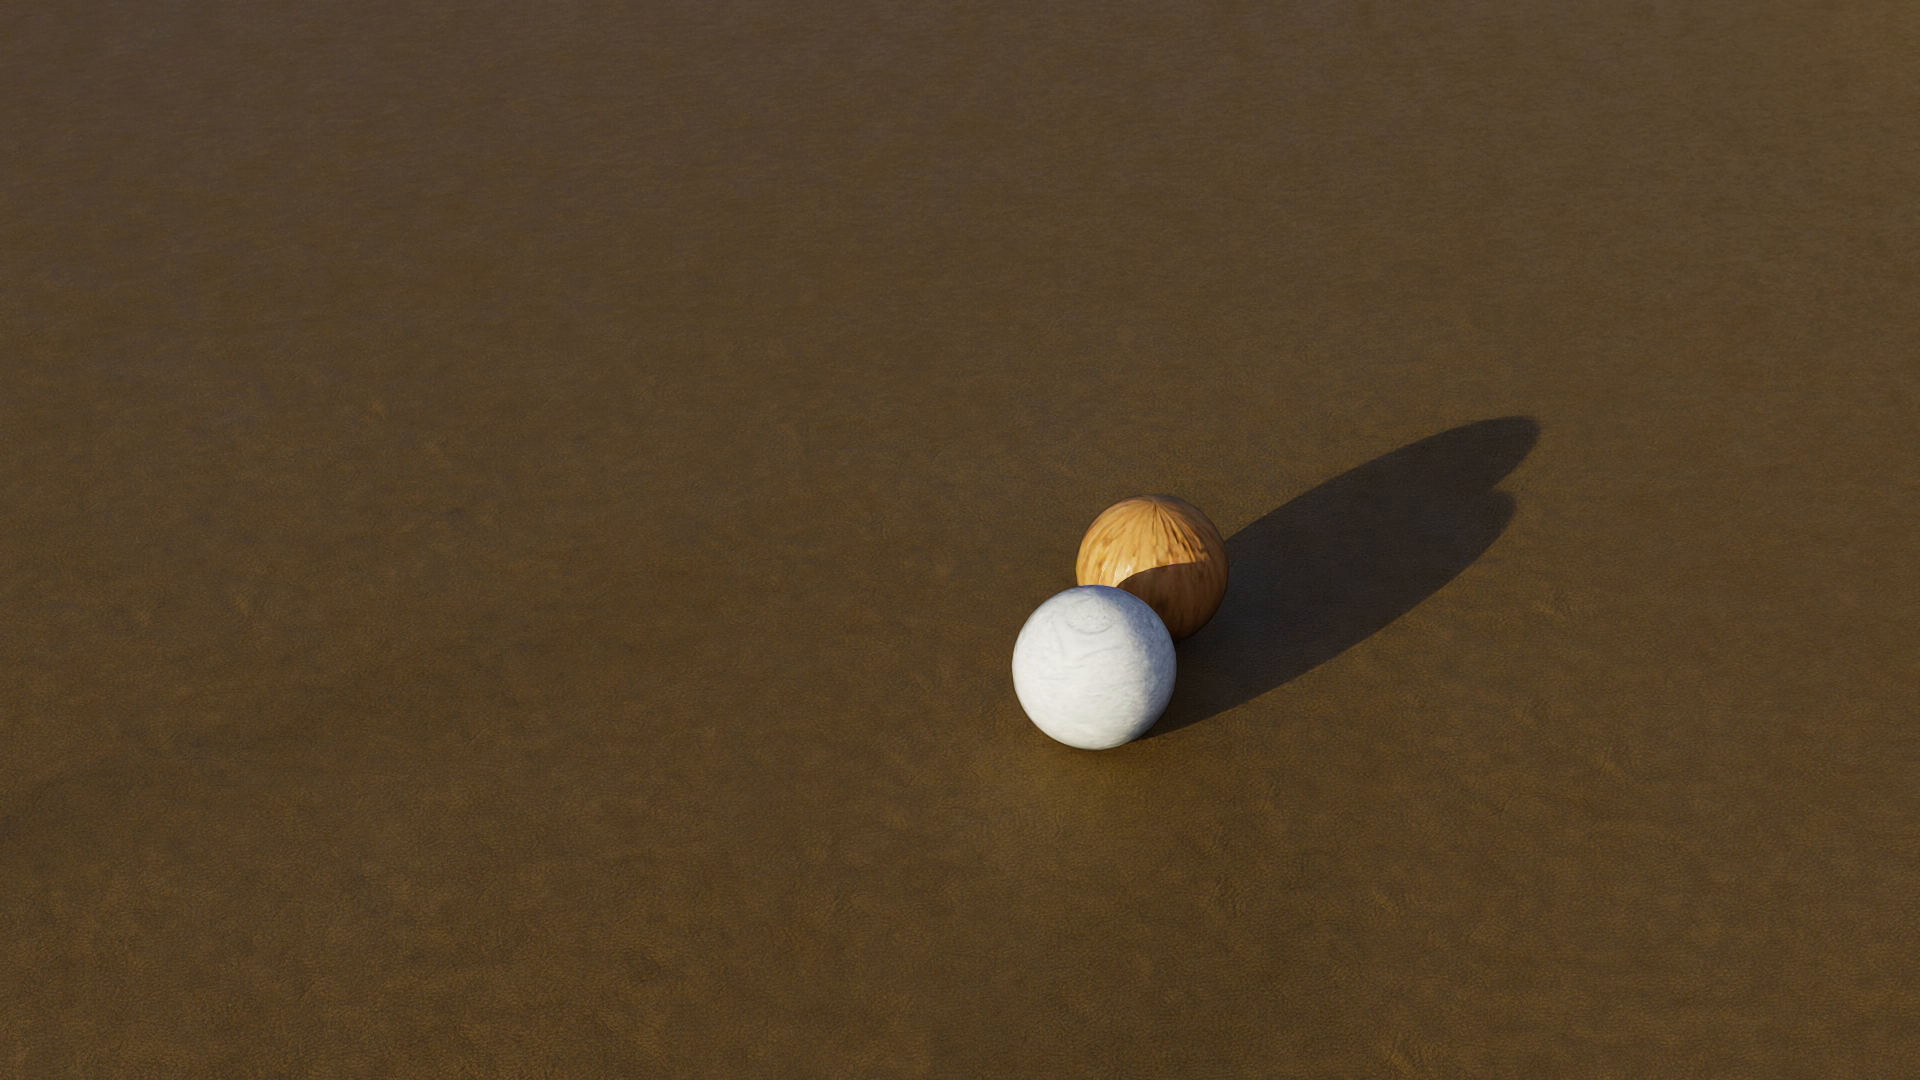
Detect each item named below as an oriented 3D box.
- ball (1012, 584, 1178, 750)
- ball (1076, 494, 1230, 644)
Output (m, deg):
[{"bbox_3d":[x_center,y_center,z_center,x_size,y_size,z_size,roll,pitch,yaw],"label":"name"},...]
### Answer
[{"bbox_3d":[0.073,0.069,1.589,0.089,0.089,0.089,0,29,0],"label":"ball"},{"bbox_3d":[0.110,0.017,1.682,0.088,0.088,0.088,0,29,0],"label":"ball"}]
